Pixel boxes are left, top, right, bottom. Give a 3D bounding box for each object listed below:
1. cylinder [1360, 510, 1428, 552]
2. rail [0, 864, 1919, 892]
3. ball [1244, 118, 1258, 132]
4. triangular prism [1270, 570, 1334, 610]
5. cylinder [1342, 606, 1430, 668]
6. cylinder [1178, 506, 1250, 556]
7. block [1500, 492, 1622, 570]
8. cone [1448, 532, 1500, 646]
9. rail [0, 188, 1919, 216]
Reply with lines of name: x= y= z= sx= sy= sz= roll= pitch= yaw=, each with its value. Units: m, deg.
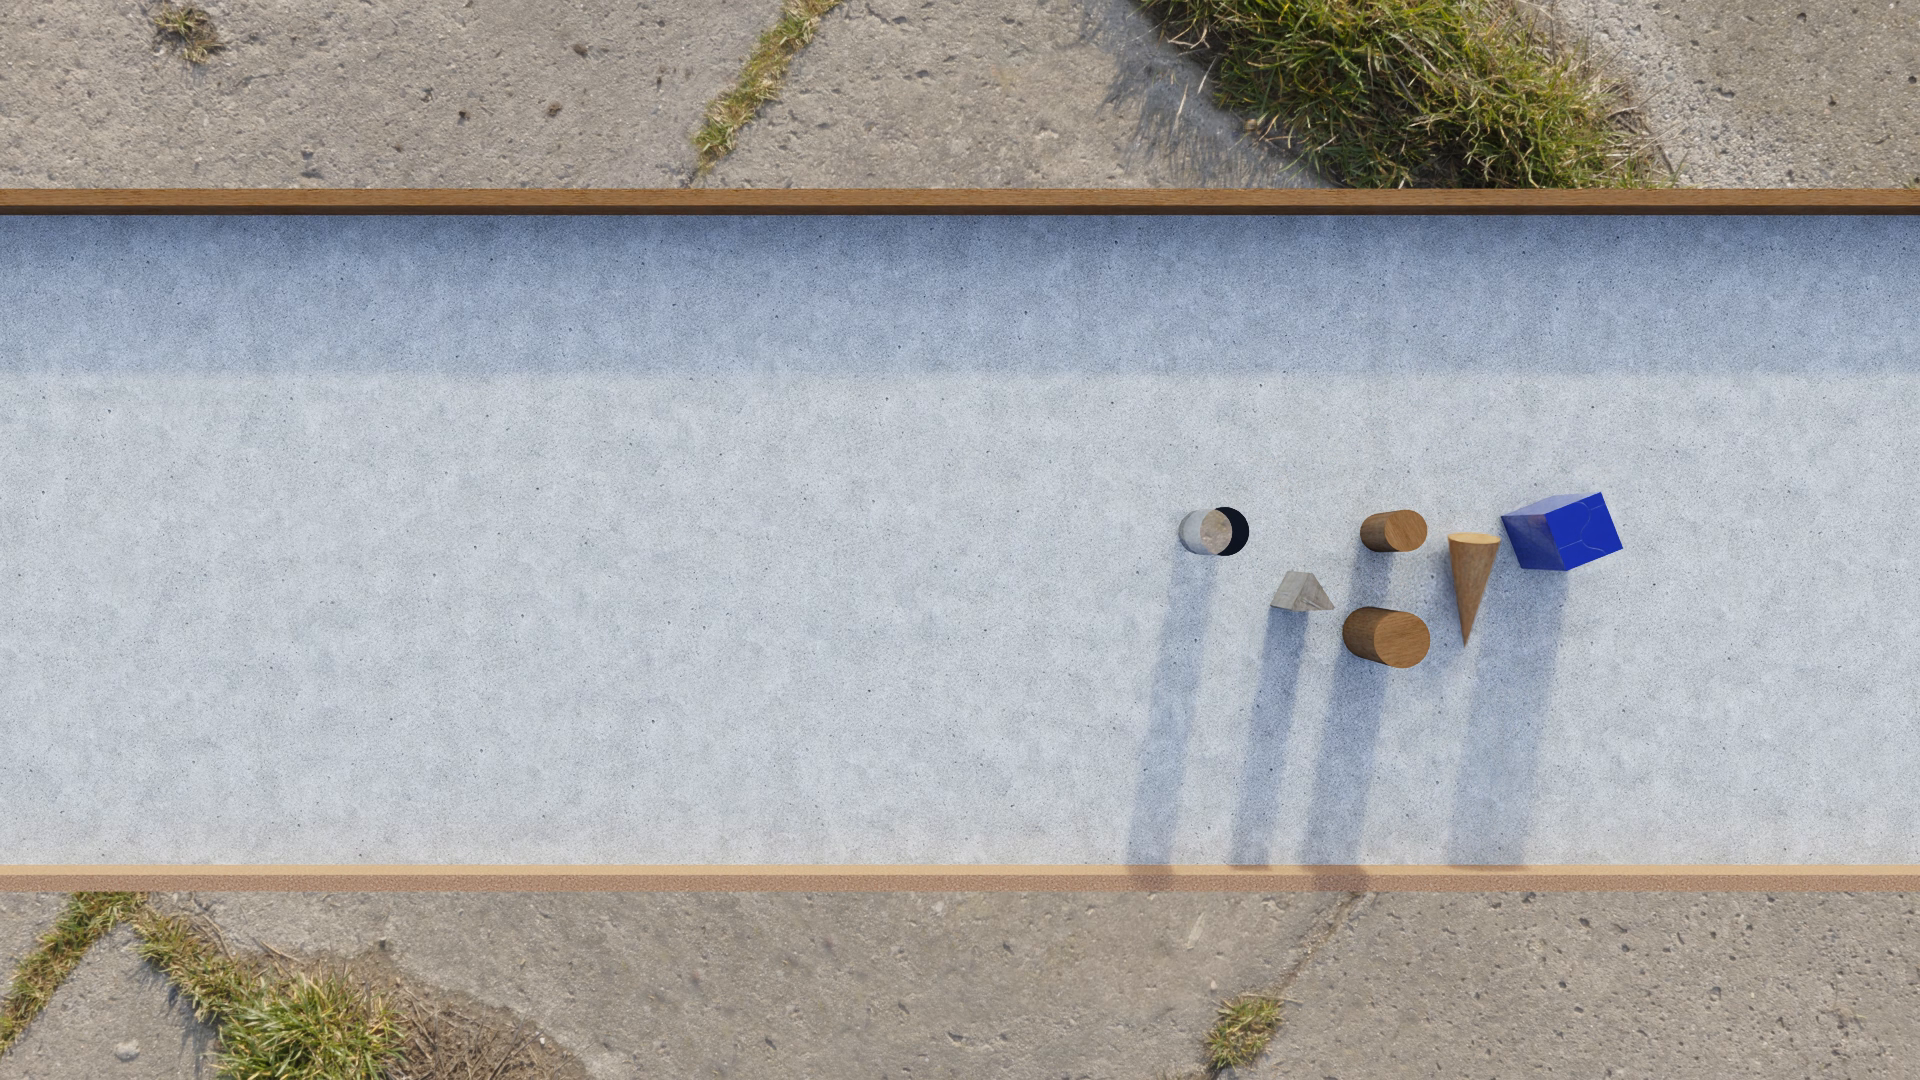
cylinder: x=1.276 y=-0.024 z=4.866 sx=0.120 sy=0.413 sz=0.120 roll=0 pitch=89 yaw=4
rail: x=-2.247 y=1.025 z=5.001 sx=12.000 sy=0.150 sz=0.050 roll=0 pitch=90 yaw=0
ball: x=4.829 y=-6.879 z=27.366 sx=0.210 sy=0.210 sz=0.210 roll=0 pitch=90 yaw=0
triangular prism: x=1.014 y=0.147 z=4.911 sx=0.123 sy=0.330 sz=0.106 roll=-3 pitch=90 yaw=0
cylinder: x=1.258 y=0.285 z=4.885 sx=0.162 sy=0.383 sz=0.162 roll=0 pitch=90 yaw=0
cylinder: x=0.741 y=-0.024 z=4.848 sx=0.138 sy=0.458 sz=0.138 roll=0 pitch=90 yaw=0
block: x=1.777 y=-0.024 z=4.887 sx=0.174 sy=0.379 sz=0.174 roll=-21 pitch=90 yaw=0
cone: x=1.555 y=0.165 z=5.039 sx=0.154 sy=0.154 sz=0.349 roll=1 pitch=103 yaw=0
rail: x=-2.247 y=-1.025 z=5.002 sx=12.000 sy=0.150 sz=0.050 roll=0 pitch=90 yaw=0
